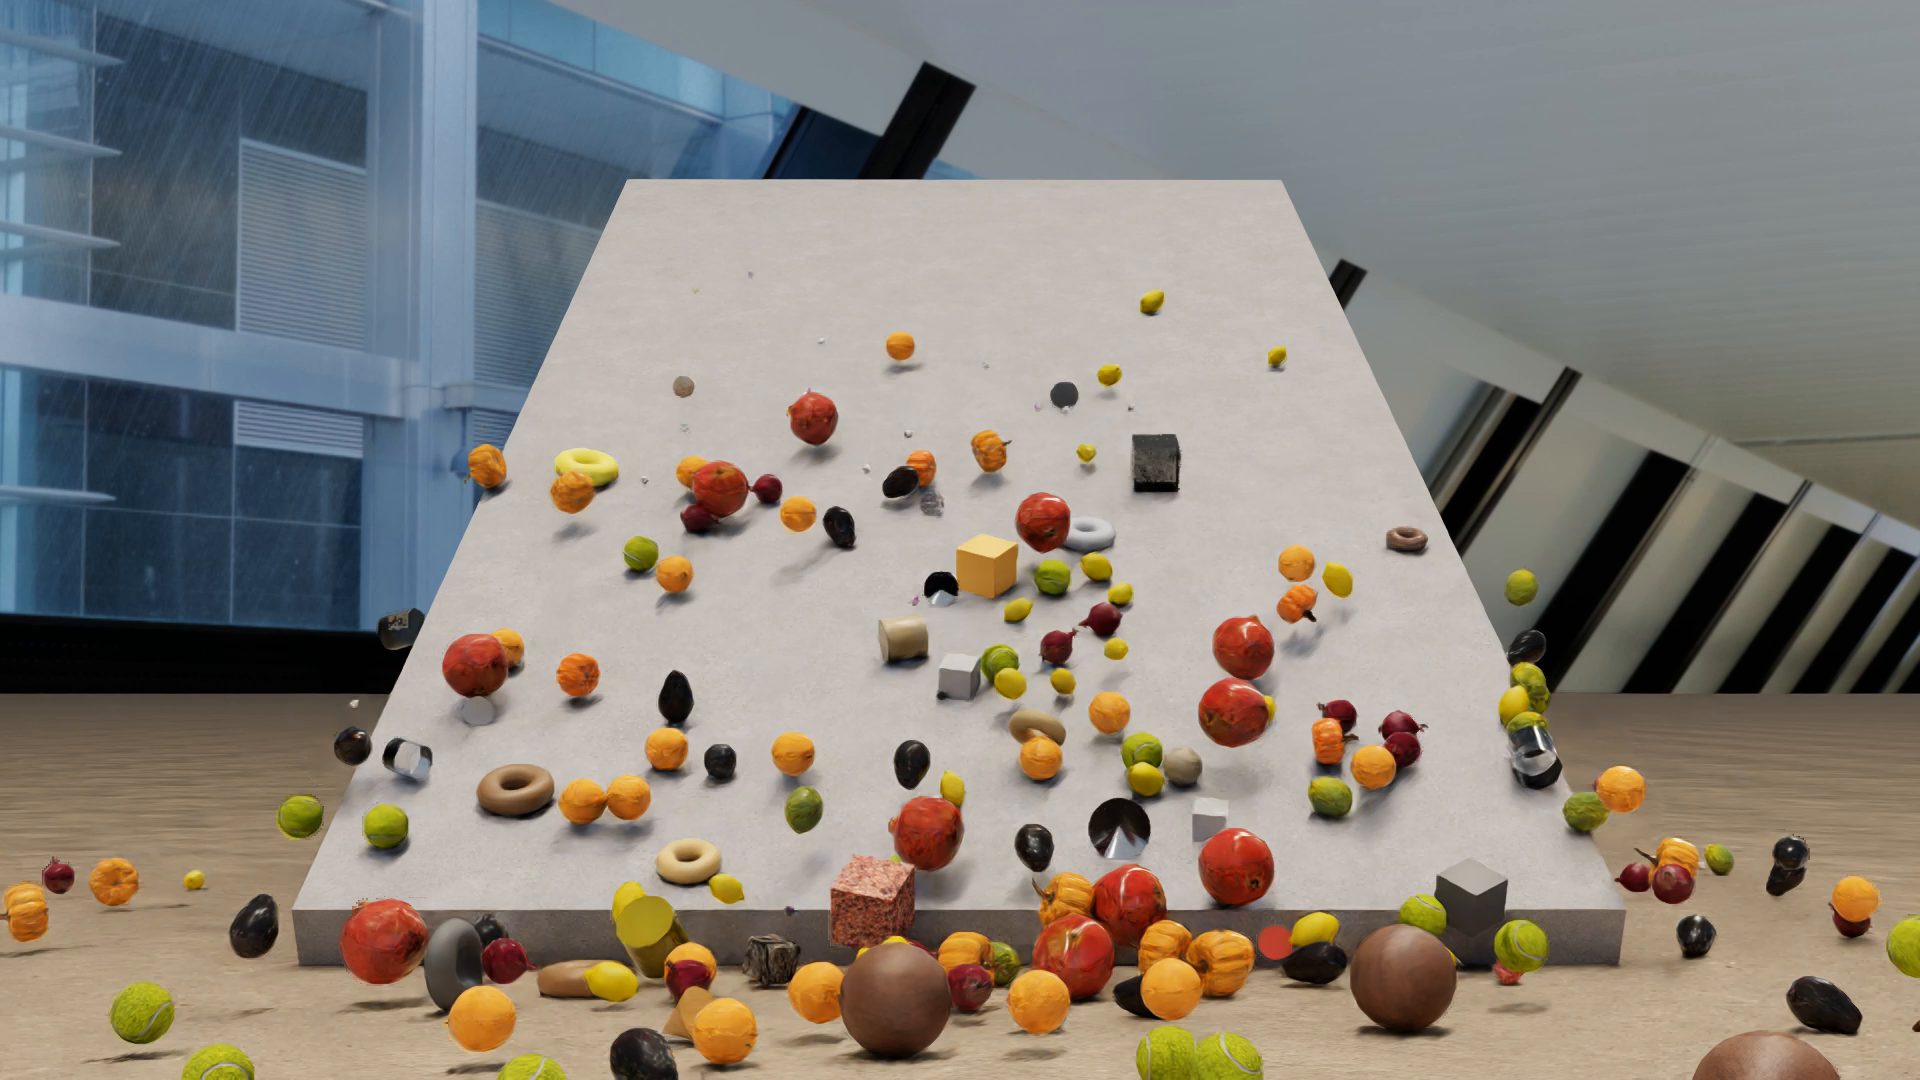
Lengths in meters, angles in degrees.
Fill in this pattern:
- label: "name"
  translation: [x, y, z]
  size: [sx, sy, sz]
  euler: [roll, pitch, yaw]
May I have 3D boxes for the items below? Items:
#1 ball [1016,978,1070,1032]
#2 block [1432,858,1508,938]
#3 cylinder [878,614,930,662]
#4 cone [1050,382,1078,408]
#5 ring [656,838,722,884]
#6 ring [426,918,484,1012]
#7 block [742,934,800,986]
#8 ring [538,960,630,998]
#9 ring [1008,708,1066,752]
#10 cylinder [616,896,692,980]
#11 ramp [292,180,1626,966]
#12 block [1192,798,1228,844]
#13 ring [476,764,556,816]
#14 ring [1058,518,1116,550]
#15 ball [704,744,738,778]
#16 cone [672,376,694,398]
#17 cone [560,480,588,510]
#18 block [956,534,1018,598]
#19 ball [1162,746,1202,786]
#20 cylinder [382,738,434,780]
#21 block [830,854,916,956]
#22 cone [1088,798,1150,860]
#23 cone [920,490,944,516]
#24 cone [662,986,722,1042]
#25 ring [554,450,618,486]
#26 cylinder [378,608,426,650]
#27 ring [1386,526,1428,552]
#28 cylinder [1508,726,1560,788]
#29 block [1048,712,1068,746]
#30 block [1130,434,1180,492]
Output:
- label: "ball"
  translation: [0.101, 0.568, 2.854]
  size: [0.066, 0.066, 0.066]
  euler: [0, -4, 0]
- label: "block"
  translation: [0.757, 0.530, 3.462]
  size: [0.073, 0.073, 0.073]
  euler: [-19, 31, -35]
- label: "cylinder"
  translation: [-0.103, 0.176, 4.227]
  size: [0.076, 0.076, 0.076]
  euler: [-9, -1, -14]
- label: "cone"
  translation: [0.239, -0.340, 5.404]
  size: [0.064, 0.064, 0.064]
  euler: [0, 11, -3]
- label: "ring"
  translation: [-0.417, 0.493, 3.585]
  size: [0.101, 0.034, 0.101]
  euler: [-1, 25, 0]
- label: "ring"
  translation: [-0.656, 0.552, 3.030]
  size: [0.040, 0.120, 0.120]
  euler: [-4, -4, 15]
- label: "block"
  translation: [-0.265, 0.589, 3.273]
  size: [0.053, 0.053, 0.053]
  euler: [16, 6, 38]
- label: "ring"
  translation: [-0.516, 0.602, 3.200]
  size: [0.127, 0.042, 0.127]
  euler: [-2, -3, 0]
- label: "ring"
  translation: [0.128, 0.316, 3.874]
  size: [0.099, 0.033, 0.099]
  euler: [13, -35, 10]
- label: "cylinder"
  translation: [-0.434, 0.563, 3.308]
  size: [0.085, 0.085, 0.085]
  euler: [-1, -41, 16]
- label: "ramp"
  translation: [-0.008, -0.229, 5.337]
  size: [2.000, 0.100, 4.000]
  euler: [0, 24, 0]
- label: "block"
  translation: [0.394, 0.443, 3.679]
  size: [0.051, 0.051, 0.051]
  euler: [5, 25, 10]
- label: "ring"
  translation: [-0.718, 0.403, 3.773]
  size: [0.125, 0.042, 0.125]
  euler: [-1, 25, 1]
- label: "ring"
  translation: [0.256, -0.012, 4.696]
  size: [0.116, 0.039, 0.116]
  euler: [1, 24, 0]
- label: "ball"
  translation: [-0.395, 0.363, 3.845]
  size: [0.056, 0.056, 0.056]
  euler: [0, -4, 0]
- label: "cone"
  translation: [-0.643, -0.357, 5.467]
  size: [0.051, 0.051, 0.051]
  euler: [0, -2, 3]
- label: "cone"
  translation: [-0.809, -0.092, 4.879]
  size: [0.059, 0.059, 0.059]
  euler: [1, -3, -10]
- label: "block"
  translation: [0.052, 0.050, 4.501]
  size: [0.085, 0.085, 0.085]
  euler: [15, 28, 29]
- label: "ball"
  translation: [0.365, 0.370, 3.822]
  size: [0.065, 0.065, 0.065]
  euler: [0, -4, 0]
- label: "cylinder"
  translation: [-0.906, 0.359, 3.828]
  size: [0.057, 0.057, 0.057]
  euler: [14, 3, 26]
- label: "block"
  translation: [-0.128, 0.534, 3.424]
  size: [0.096, 0.096, 0.096]
  euler: [8, 27, 17]
- label: "cone"
  translation: [0.251, 0.451, 3.671]
  size: [0.096, 0.096, 0.096]
  euler: [0, -2, 4]
- label: "cone"
  translation: [-0.048, -0.074, 4.845]
  size: [0.054, 0.054, 0.054]
  euler: [-1, -4, 20]
- label: "cone"
  translation: [-0.331, 0.574, 2.771]
  size: [0.069, 0.069, 0.069]
  euler: [-29, -19, 30]
- label: "ring"
  translation: [-0.797, -0.155, 4.977]
  size: [0.137, 0.046, 0.137]
  euler: [9, 22, -4]
- label: "cylinder"
  translation: [-1.134, 0.182, 4.748]
  size: [0.072, 0.072, 0.072]
  euler: [-14, -8, 17]
- label: "ring"
  translation: [0.898, -0.002, 4.689]
  size: [0.084, 0.028, 0.084]
  euler: [-1, 25, 0]
- label: "cylinder"
  translation: [0.945, 0.358, 3.839]
  size: [0.076, 0.076, 0.076]
  euler: [-1, 29, 8]
- label: "block"
  translation: [0.151, 0.324, 3.976]
  size: [0.059, 0.059, 0.059]
  euler: [-1, -5, -2]
- label: "block"
  translation: [0.415, -0.163, 4.960]
  size: [0.094, 0.094, 0.094]
  euler: [0, 24, 0]
